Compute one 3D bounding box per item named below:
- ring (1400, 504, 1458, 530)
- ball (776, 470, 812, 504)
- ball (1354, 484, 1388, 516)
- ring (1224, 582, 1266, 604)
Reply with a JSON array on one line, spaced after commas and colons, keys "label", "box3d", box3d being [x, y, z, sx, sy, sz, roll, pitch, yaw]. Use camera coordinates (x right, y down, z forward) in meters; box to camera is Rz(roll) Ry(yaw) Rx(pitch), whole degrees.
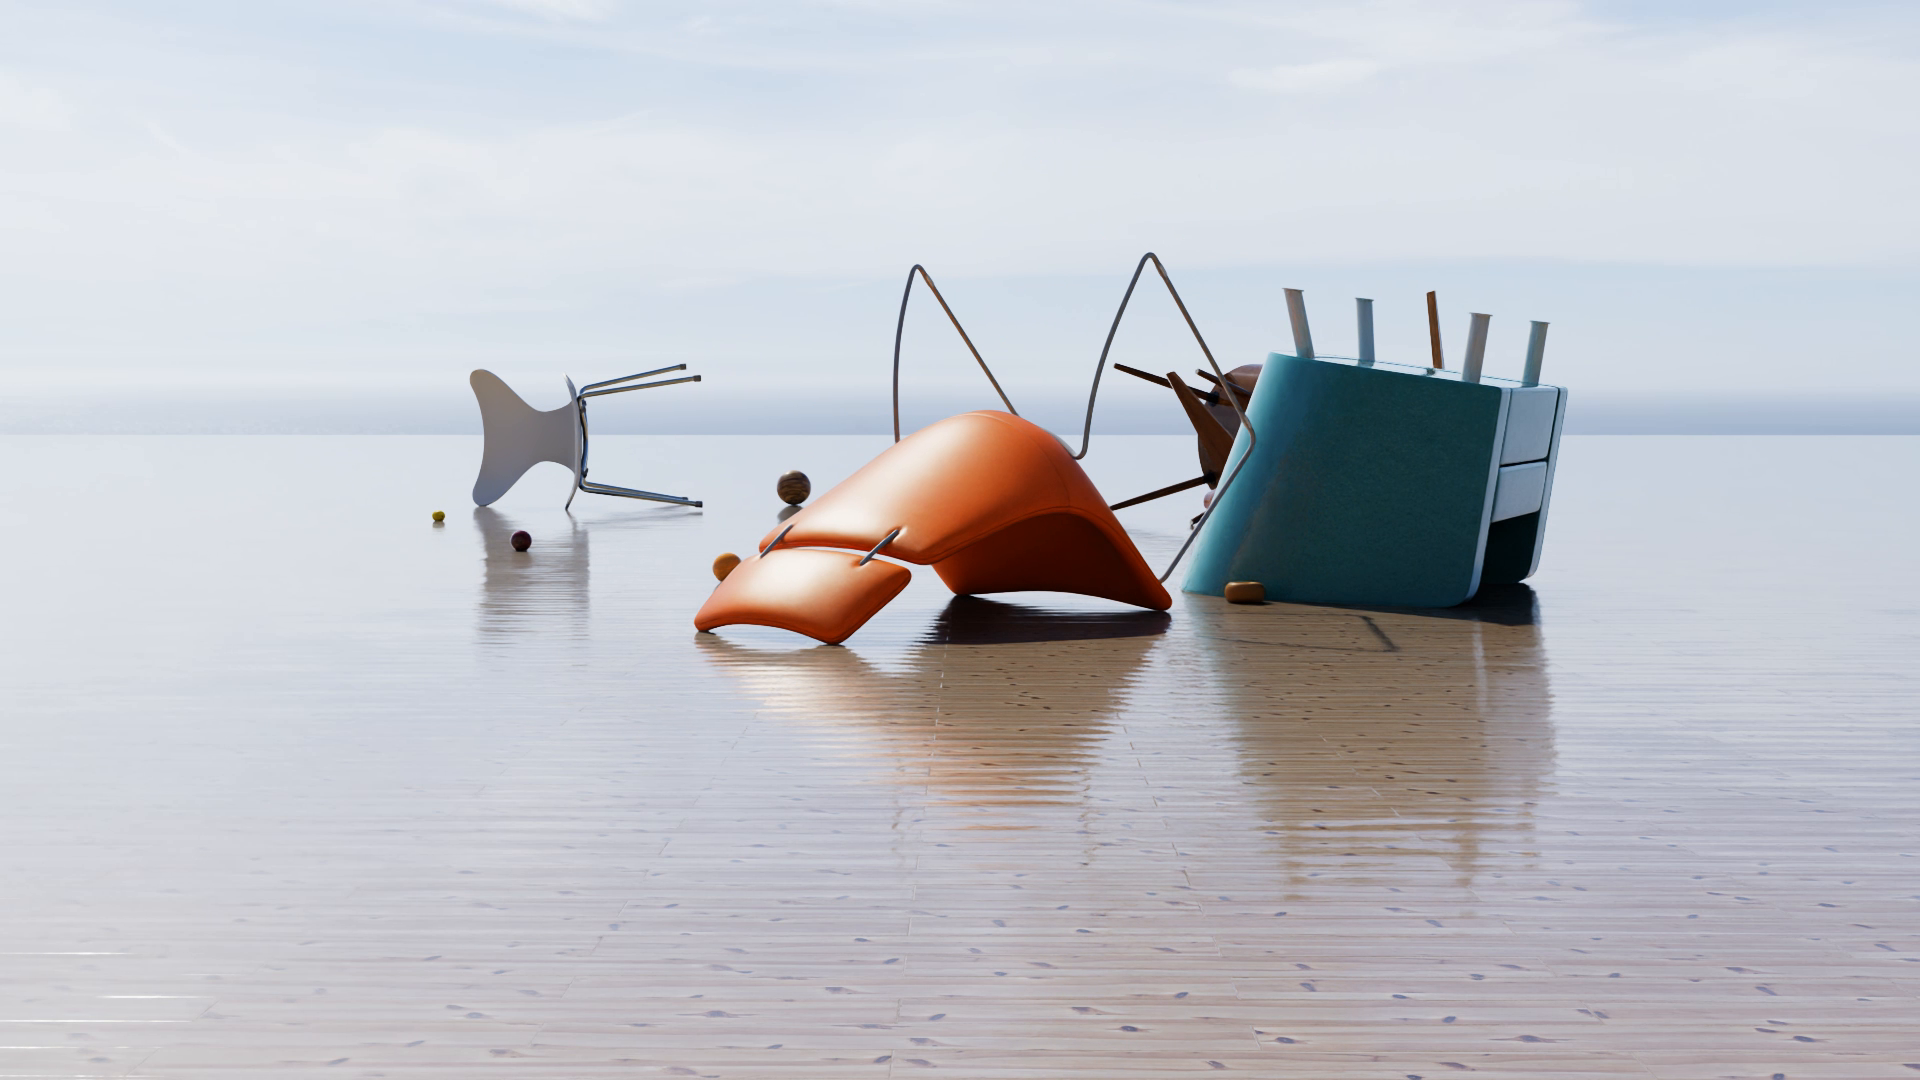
[{"label": "ring", "box3d": [1.511, -0.073, 7.082, 0.179, 0.072, 0.210, 4, 6, 1]}, {"label": "ball", "box3d": [-0.644, -0.204, 8.519, 0.137, 0.137, 0.137, 0, 4, 0]}, {"label": "ball", "box3d": [1.448, -0.140, 7.756, 0.114, 0.114, 0.114, 0, 4, 0]}, {"label": "ring", "box3d": [0.600, 0.111, 4.631, 0.087, 0.042, 0.080, 0, 2, -24]}]
